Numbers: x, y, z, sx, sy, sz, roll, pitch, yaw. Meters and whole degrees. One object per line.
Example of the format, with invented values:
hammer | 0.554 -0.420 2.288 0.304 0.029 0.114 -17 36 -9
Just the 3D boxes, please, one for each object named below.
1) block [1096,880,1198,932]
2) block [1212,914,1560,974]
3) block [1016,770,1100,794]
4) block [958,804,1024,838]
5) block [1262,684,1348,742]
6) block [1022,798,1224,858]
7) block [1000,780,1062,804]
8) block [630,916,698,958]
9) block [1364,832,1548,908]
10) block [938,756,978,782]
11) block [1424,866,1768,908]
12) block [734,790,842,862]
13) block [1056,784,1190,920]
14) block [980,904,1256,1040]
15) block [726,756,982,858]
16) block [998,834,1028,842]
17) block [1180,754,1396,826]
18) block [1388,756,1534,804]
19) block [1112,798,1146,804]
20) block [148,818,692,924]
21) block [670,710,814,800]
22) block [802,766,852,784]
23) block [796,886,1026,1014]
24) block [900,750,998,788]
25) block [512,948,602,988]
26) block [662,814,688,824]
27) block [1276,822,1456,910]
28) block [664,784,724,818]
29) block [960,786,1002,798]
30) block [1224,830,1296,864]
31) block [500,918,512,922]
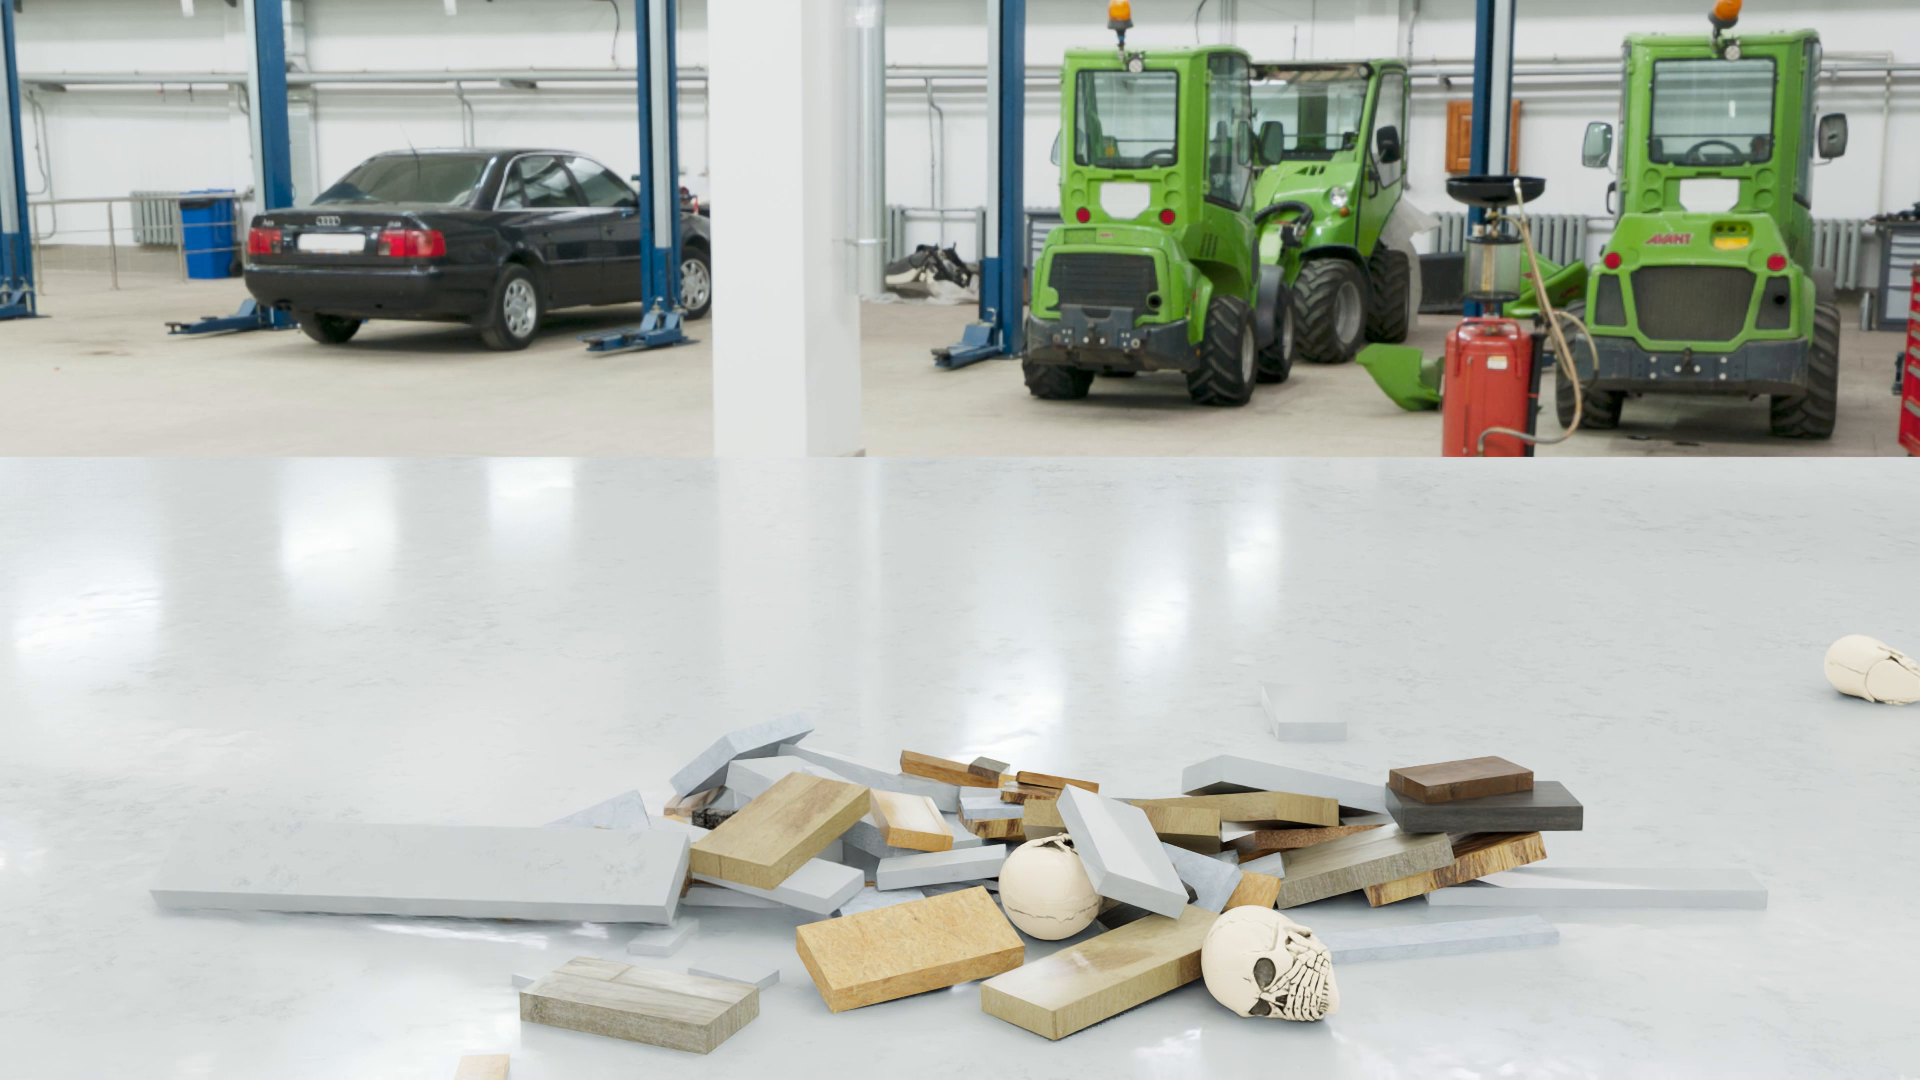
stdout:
block | 0.296 0.585 3.489 0.148 0.021 0.074 -27 18 -15
block | 0.651 0.627 3.413 0.571 0.021 0.074 -2 11 -13
block | 0.175 0.438 3.965 0.143 0.020 0.072 10 -8 -3
block | 0.133 0.493 3.935 0.252 0.031 0.109 -3 11 -15
block | 0.740 0.370 4.742 0.143 0.041 0.324 0 11 2
block | 0.281 0.503 3.757 0.329 0.047 0.165 2 -28 10
block | 0.143 0.455 3.905 0.134 0.019 0.067 8 10 7
block | -0.464 0.621 3.451 0.064 0.018 0.128 3 11 15
block | 0.811 0.527 3.659 0.294 0.042 0.147 -16 10 3
block | -0.004 0.454 4.354 0.063 0.018 0.126 1 11 7
block | 1.048 0.577 3.658 0.550 0.030 0.107 0 11 2
block | -0.314 0.509 3.975 0.167 0.047 0.335 -2 11 -9
block | 0.254 0.489 3.476 0.143 0.041 0.286 20 16 -17
block | 0.240 0.632 3.254 0.424 0.043 0.153 -13 15 -40
block | -0.193 0.480 3.893 0.465 0.047 0.167 18 11 38
block | 0.165 0.517 3.976 0.219 0.031 0.109 3 11 17
block | 0.599 0.447 3.865 0.385 0.047 0.165 13 -18 -16
block | 0.841 0.401 3.688 0.214 0.030 0.107 -5 11 -22
block | 0.305 0.494 3.917 0.134 0.067 0.019 9 24 -42
block | -0.875 0.534 3.564 0.879 0.044 0.154 0 41 11
block | -0.413 0.408 4.204 0.154 0.044 0.308 -39 -11 21
block | -0.240 0.429 3.959 0.047 0.013 0.095 5 11 -40
block | -0.075 0.608 3.279 0.305 0.043 0.153 -9 31 -23
block | -0.021 0.445 4.233 0.185 0.026 0.093 13 4 -6
block | -0.605 0.648 3.308 0.064 0.018 0.128 7 13 34
block | -0.511 0.535 3.886 0.104 0.030 0.209 -6 12 -28
block | 0.661 0.531 3.644 0.294 0.042 0.147 -16 9 6
block | -0.500 0.481 4.207 0.063 0.018 0.270 1 11 8
block | 0.101 0.482 4.095 0.185 0.026 0.093 3 -10 15
block | 0.601 0.528 3.946 0.402 0.020 0.072 -9 14 -41
block | -0.695 0.578 3.592 0.140 0.020 0.070 -14 28 -29
